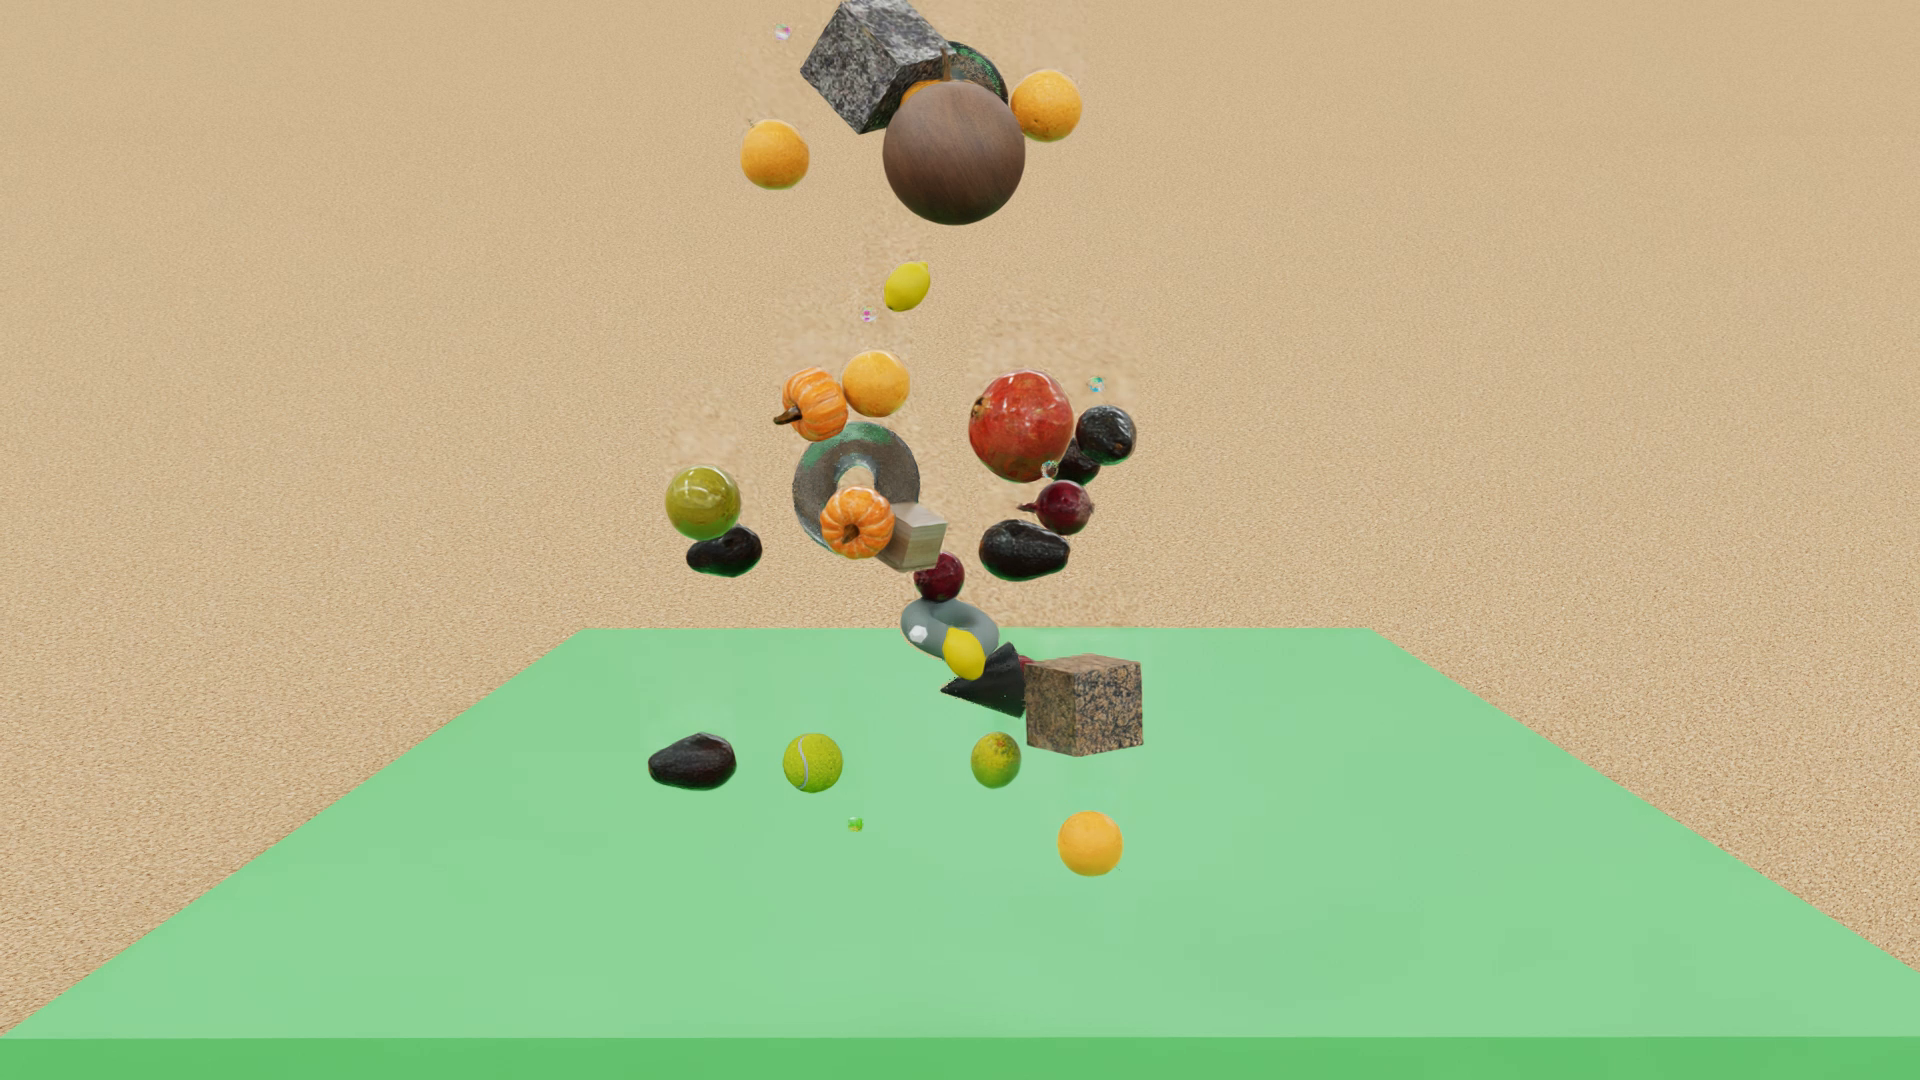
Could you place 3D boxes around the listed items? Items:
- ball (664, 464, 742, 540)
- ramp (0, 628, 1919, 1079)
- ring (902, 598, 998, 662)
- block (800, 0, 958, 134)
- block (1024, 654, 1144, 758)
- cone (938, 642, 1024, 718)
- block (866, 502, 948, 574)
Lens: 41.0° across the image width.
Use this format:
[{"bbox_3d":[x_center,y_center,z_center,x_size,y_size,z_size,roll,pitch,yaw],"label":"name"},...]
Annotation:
[{"bbox_3d":[-0.281,-0.041,2.807,0.084,0.084,0.084,0,19,0],"label":"ball"},{"bbox_3d":[0.045,0.408,4.537,2.000,0.100,4.000,0,4,0],"label":"ramp"},{"bbox_3d":[-0.011,0.100,2.888,0.114,0.038,0.114,14,21,-5],"label":"ring"},{"bbox_3d":[-0.078,-0.456,2.451,0.088,0.088,0.088,48,38,13],"label":"block"},{"bbox_3d":[0.139,0.186,2.899,0.094,0.094,0.094,-7,8,-34],"label":"block"},{"bbox_3d":[0.017,0.155,2.726,0.083,0.083,0.083,-8,20,-13],"label":"cone"},{"bbox_3d":[-0.056,-0.003,2.716,0.054,0.054,0.054,32,26,35],"label":"block"}]
